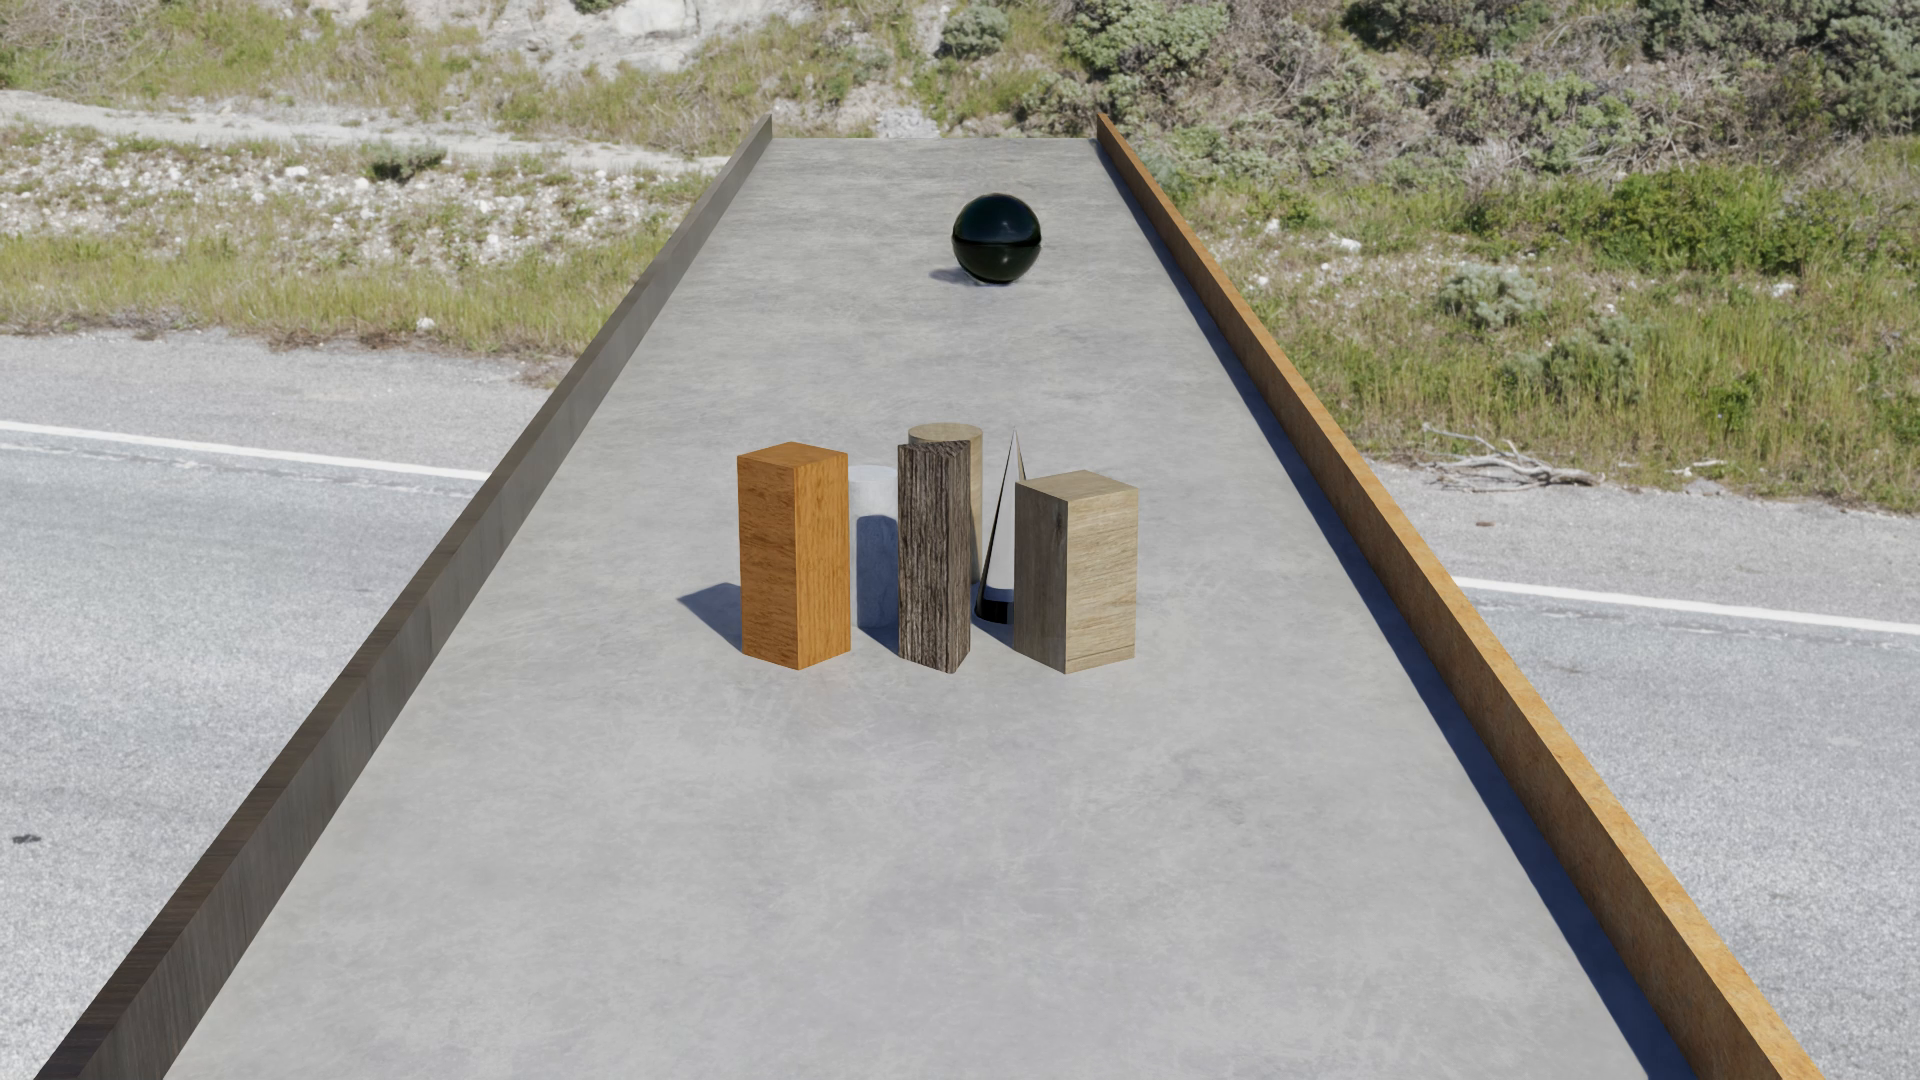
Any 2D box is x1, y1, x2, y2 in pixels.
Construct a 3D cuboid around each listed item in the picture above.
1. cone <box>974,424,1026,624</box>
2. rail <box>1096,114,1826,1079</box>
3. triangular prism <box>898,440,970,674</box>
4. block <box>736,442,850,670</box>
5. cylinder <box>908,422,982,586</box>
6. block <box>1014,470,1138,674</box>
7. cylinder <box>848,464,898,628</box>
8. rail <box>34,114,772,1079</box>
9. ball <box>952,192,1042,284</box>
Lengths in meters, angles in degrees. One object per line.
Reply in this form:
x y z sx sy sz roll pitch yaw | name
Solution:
0.115 -0.044 4.653 0.170 0.411 0.170 0 17 0 | cone
0.932 -0.844 7.801 0.050 0.150 12.000 0 17 -1 | rail
-0.025 0.026 4.369 0.147 0.439 0.128 15 22 41 | triangular prism
-0.331 0.030 4.401 0.155 0.414 0.155 13 21 37 | block
-0.032 -0.078 4.897 0.165 0.337 0.165 0 17 0 | cylinder
0.230 0.061 4.400 0.175 0.354 0.175 -11 20 -33 | block
-0.196 0.012 4.630 0.138 0.316 0.138 0 17 0 | cylinder
-1.118 -0.838 7.780 0.050 0.150 12.000 0 17 -1 | rail
0.143 -1.172 8.550 0.353 0.353 0.353 0 17 0 | ball
